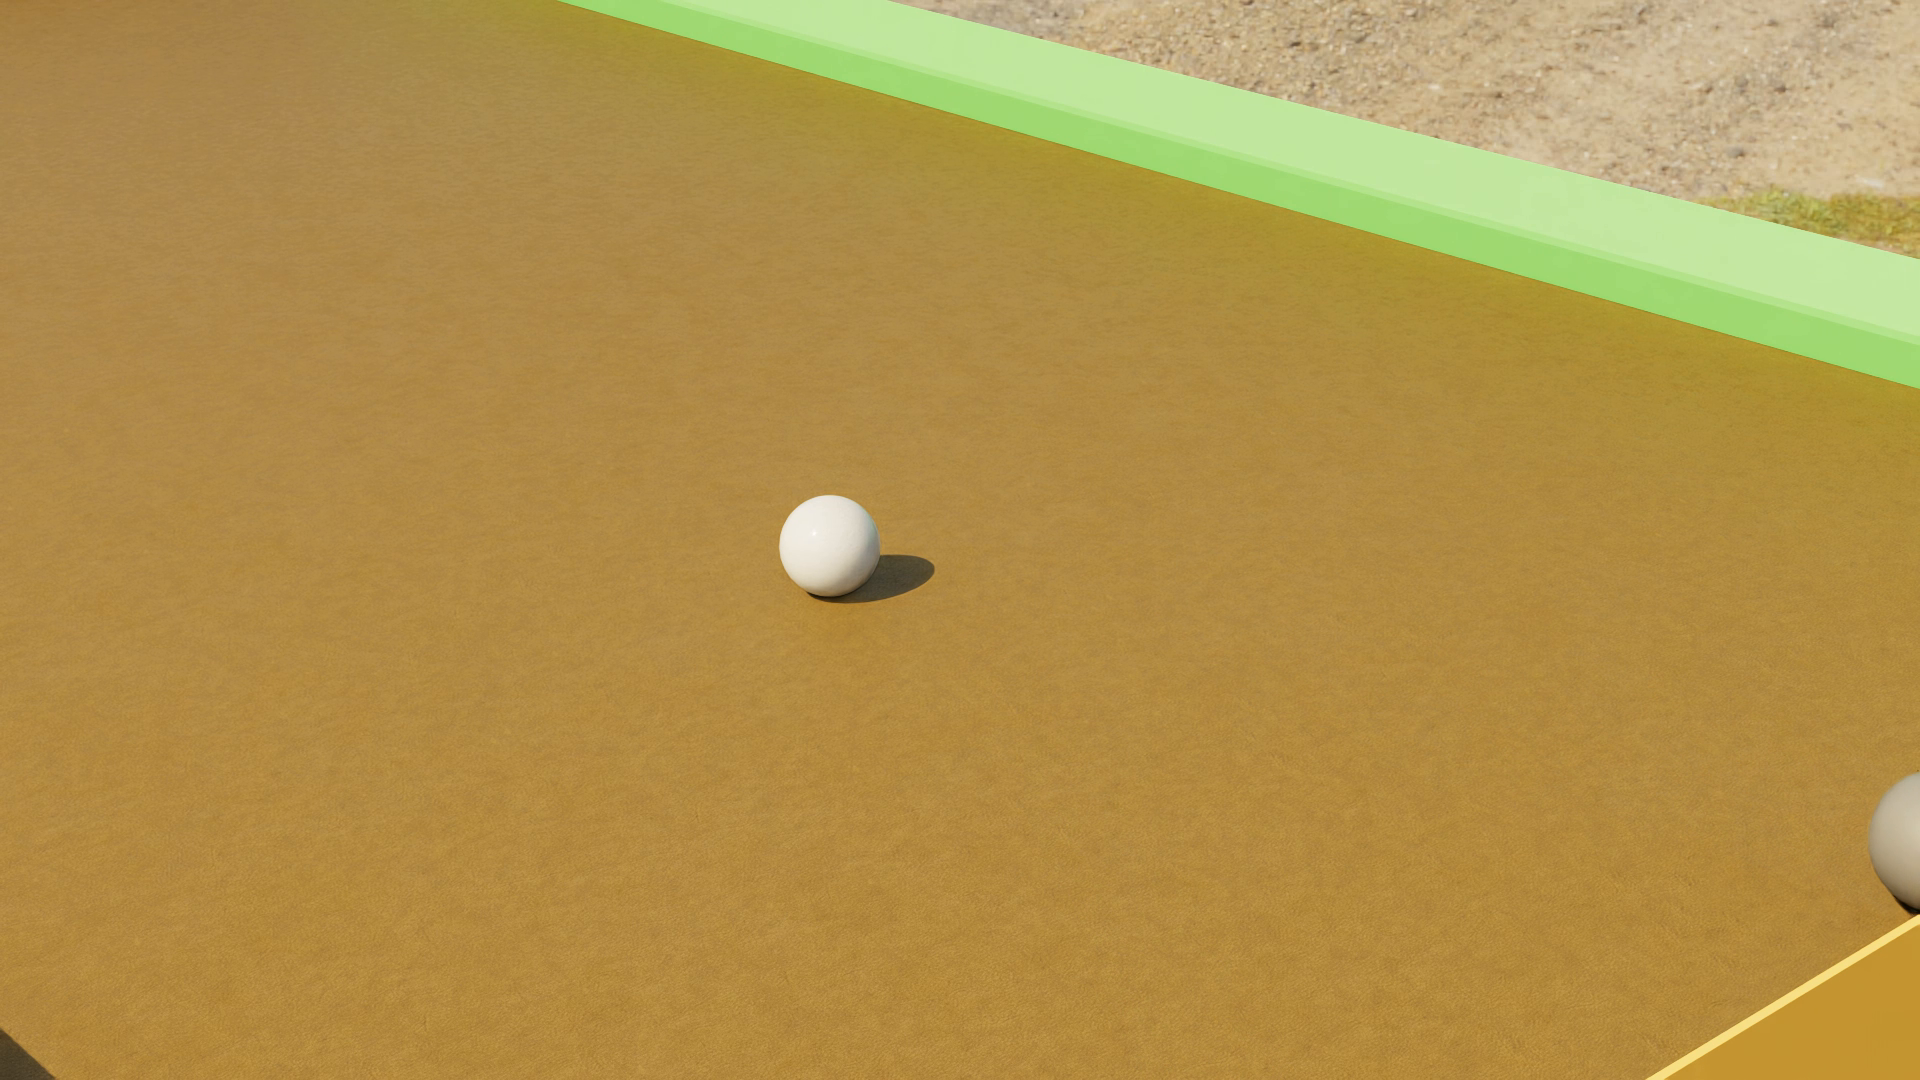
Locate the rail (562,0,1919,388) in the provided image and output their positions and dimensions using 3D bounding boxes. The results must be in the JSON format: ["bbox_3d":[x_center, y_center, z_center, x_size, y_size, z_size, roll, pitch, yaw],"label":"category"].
[{"bbox_3d":[0.132,-0.541,3.631,0.045,0.125,3.704,-19,29,-38],"label":"rail"}]

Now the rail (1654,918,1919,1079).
[{"bbox_3d":[0.597,0.241,1.759,2.035,0.125,0.045,-19,29,-38],"label":"rail"}]

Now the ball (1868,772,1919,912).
[{"bbox_3d":[0.639,0.196,1.907,0.096,0.096,0.096,0,23,0],"label":"ball"}]

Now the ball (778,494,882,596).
[{"bbox_3d":[-0.105,0.005,2.381,0.083,0.083,0.083,0,23,0],"label":"ball"}]
